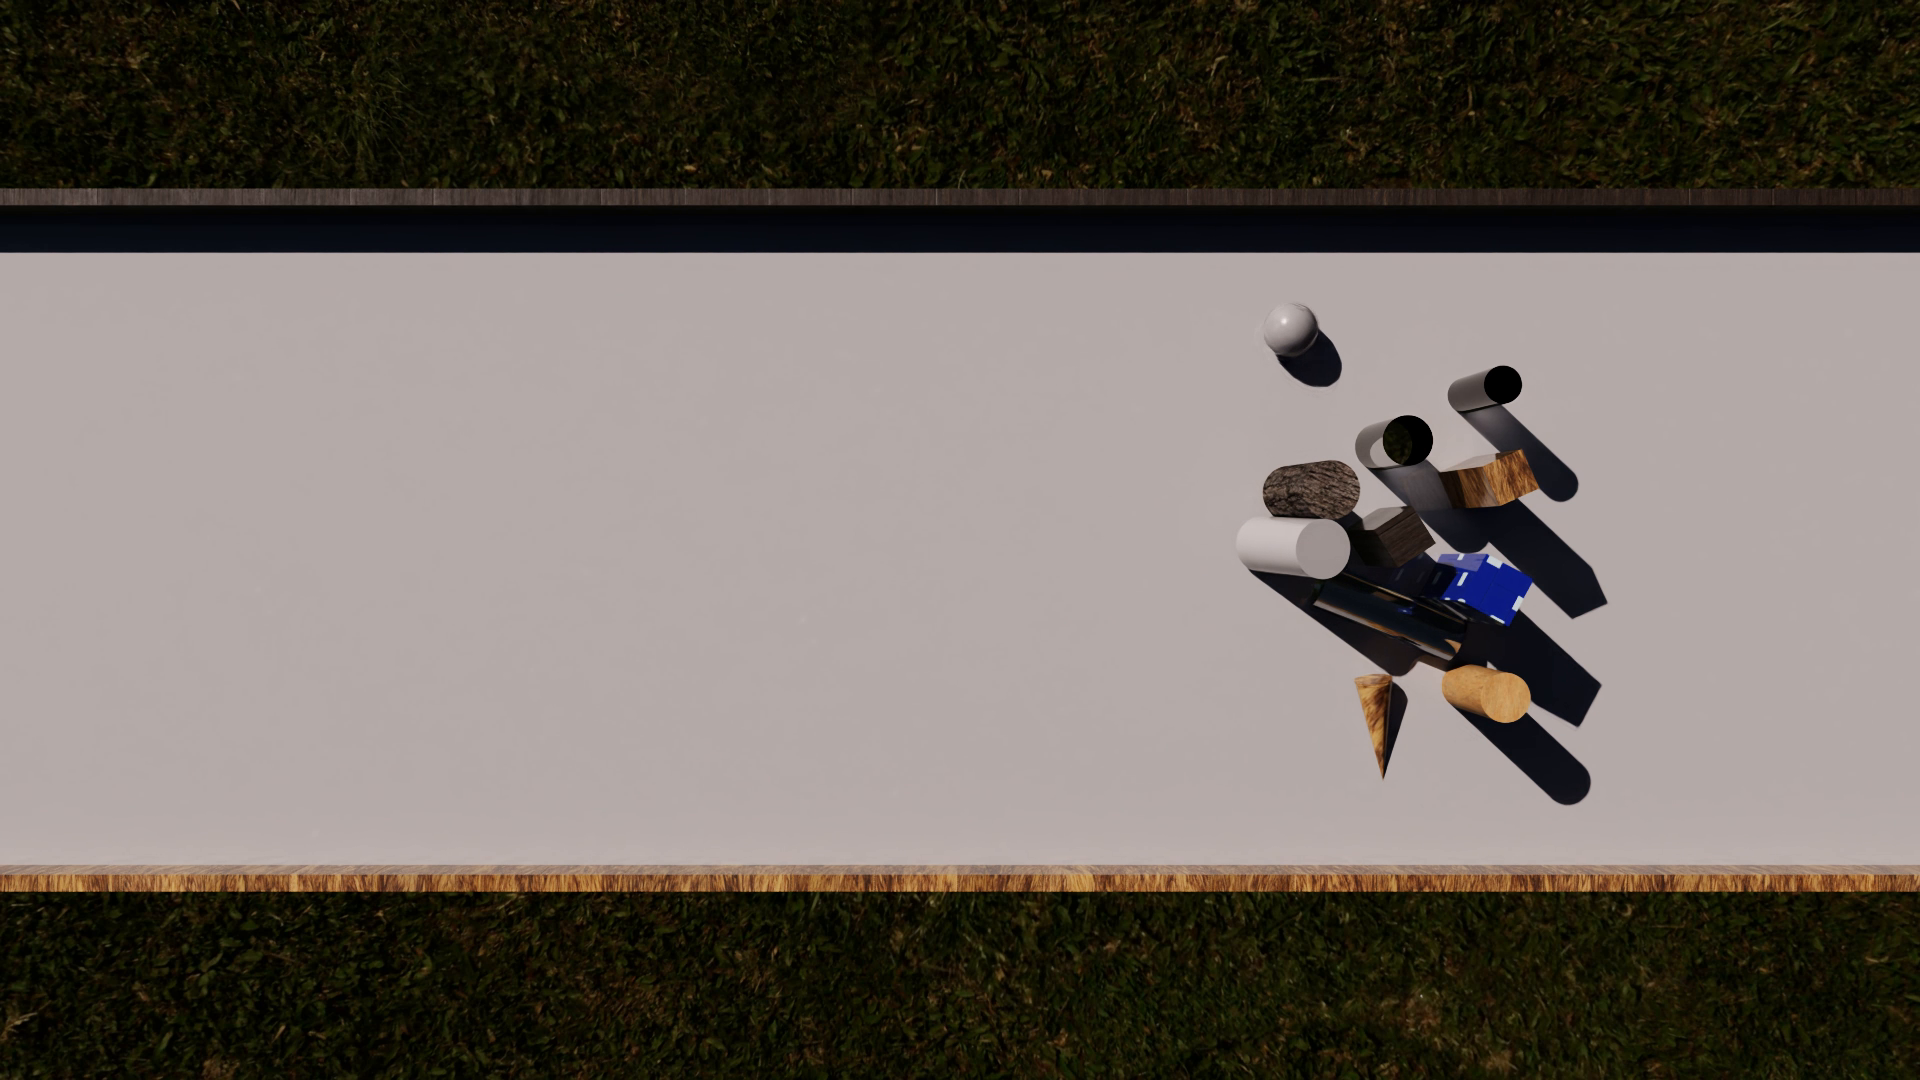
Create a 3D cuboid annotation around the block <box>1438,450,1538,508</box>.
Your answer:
[{"bbox_3d":[1.550,-0.176,4.857,0.121,0.438,0.121,-24,90,0],"label":"block"}]

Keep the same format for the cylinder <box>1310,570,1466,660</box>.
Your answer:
[{"bbox_3d":[1.300,0.218,5.009,0.446,0.136,0.136,22,90,0],"label":"cylinder"}]

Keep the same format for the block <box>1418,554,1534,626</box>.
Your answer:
[{"bbox_3d":[1.513,0.143,4.860,0.151,0.431,0.151,28,89,0],"label":"block"}]

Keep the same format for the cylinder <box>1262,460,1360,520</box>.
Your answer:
[{"bbox_3d":[1.033,-0.143,4.875,0.169,0.386,0.169,0,90,-6],"label":"cylinder"}]

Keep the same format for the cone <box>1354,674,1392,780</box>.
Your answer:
[{"bbox_3d":[1.281,0.583,5.049,0.114,0.114,0.327,-8,100,0],"label":"cone"}]

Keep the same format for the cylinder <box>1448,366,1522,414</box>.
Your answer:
[{"bbox_3d":[1.556,-0.445,4.900,0.110,0.352,0.110,0,90,0],"label":"cylinder"}]

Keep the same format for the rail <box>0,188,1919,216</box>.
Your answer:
[{"bbox_3d":[-2.247,-1.025,5.002,12.000,0.150,0.050,0,90,0],"label":"rail"}]

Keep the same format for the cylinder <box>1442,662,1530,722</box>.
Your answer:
[{"bbox_3d":[1.553,0.449,4.886,0.142,0.381,0.142,0,90,0],"label":"cylinder"}]

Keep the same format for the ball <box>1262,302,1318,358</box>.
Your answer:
[{"bbox_3d":[1.001,-0.636,4.995,0.164,0.164,0.164,0,90,0],"label":"ball"}]

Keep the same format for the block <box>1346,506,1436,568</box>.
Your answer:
[{"bbox_3d":[1.269,-0.010,4.888,0.128,0.377,0.128,-33,90,0],"label":"block"}]

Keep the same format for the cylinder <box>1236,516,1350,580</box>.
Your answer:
[{"bbox_3d":[0.977,0.019,4.865,0.172,0.390,0.172,-1,92,-16],"label":"cylinder"}]

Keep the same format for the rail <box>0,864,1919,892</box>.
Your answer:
[{"bbox_3d":[-2.247,1.025,5.001,12.000,0.150,0.050,0,90,0],"label":"rail"}]

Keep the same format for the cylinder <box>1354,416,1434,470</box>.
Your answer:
[{"bbox_3d":[1.289,-0.287,4.911,0.146,0.331,0.146,0,90,0],"label":"cylinder"}]
